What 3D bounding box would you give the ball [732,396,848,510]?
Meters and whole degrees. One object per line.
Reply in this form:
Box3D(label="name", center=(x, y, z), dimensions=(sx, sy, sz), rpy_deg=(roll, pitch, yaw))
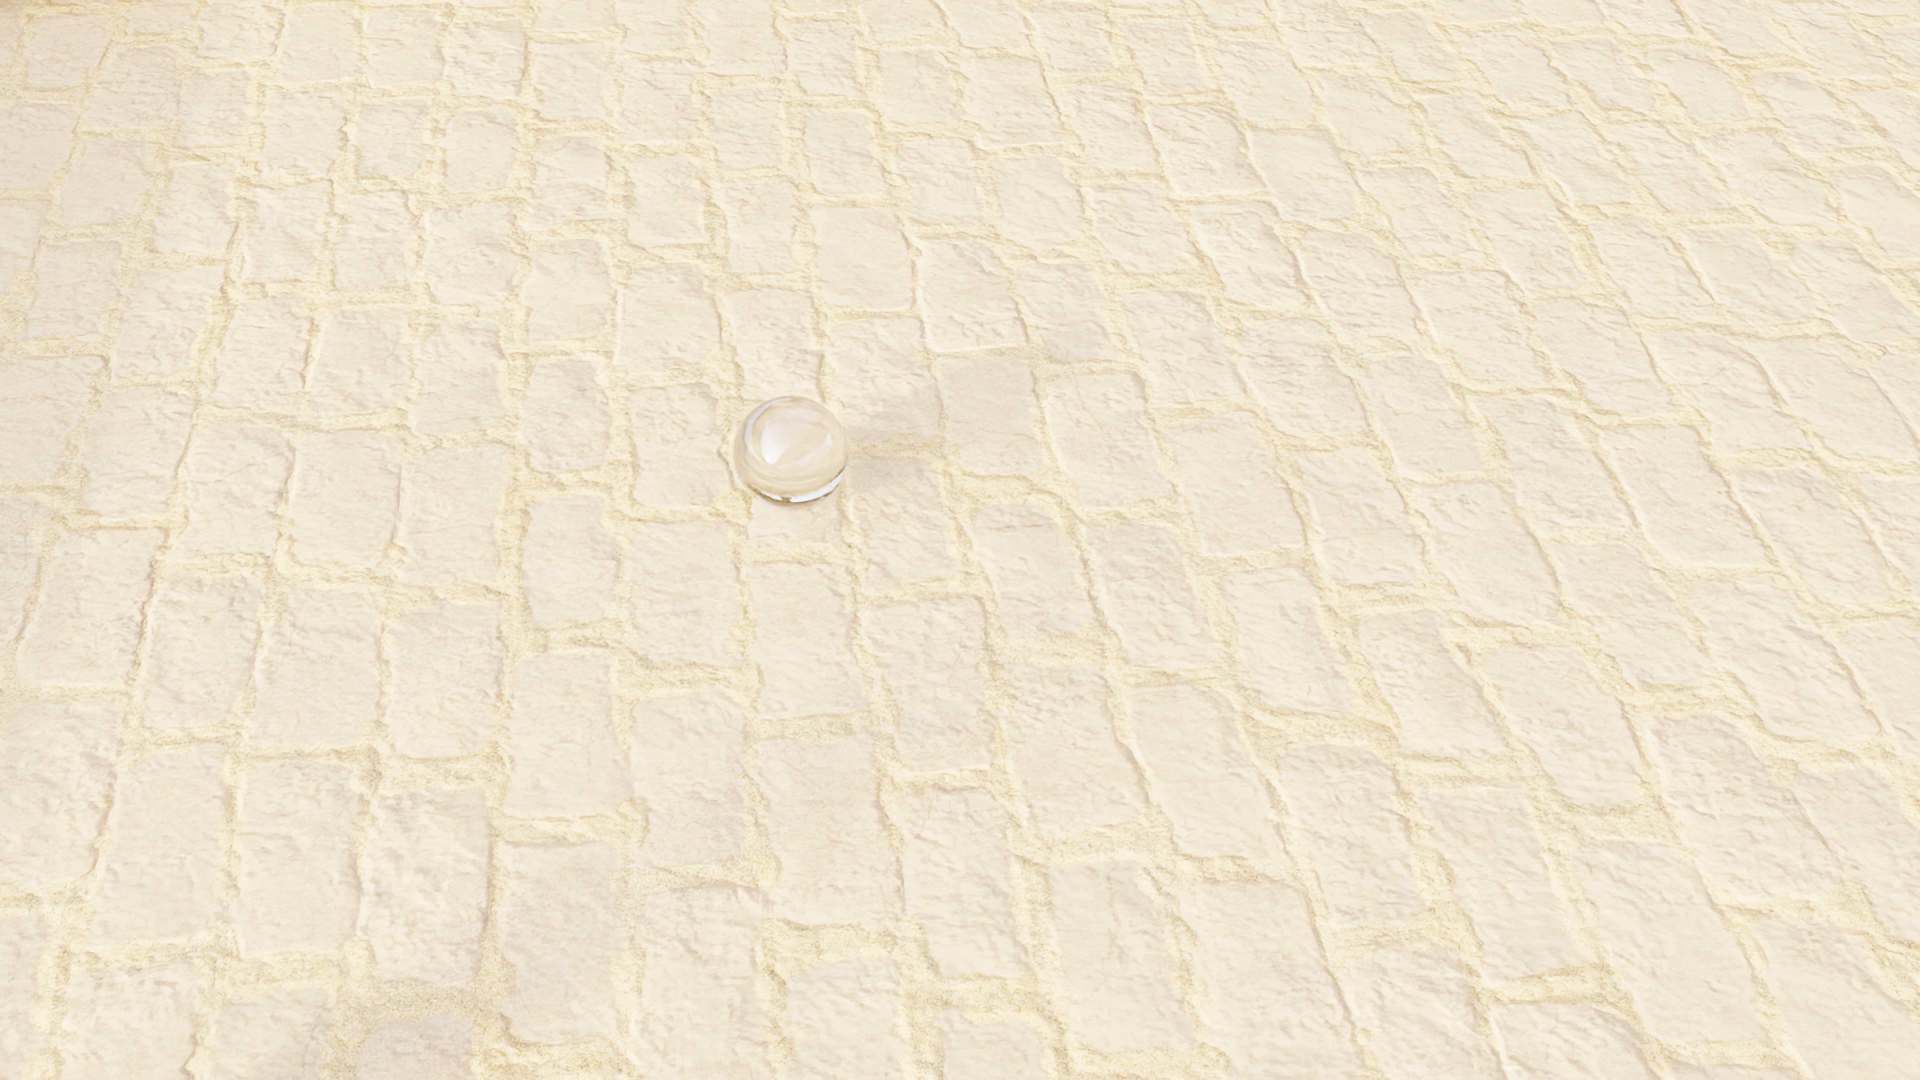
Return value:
Box3D(label="ball", center=(-0.107, -0.055, 1.629), dimensions=(0.073, 0.073, 0.073), rpy_deg=(0, 36, 0))
